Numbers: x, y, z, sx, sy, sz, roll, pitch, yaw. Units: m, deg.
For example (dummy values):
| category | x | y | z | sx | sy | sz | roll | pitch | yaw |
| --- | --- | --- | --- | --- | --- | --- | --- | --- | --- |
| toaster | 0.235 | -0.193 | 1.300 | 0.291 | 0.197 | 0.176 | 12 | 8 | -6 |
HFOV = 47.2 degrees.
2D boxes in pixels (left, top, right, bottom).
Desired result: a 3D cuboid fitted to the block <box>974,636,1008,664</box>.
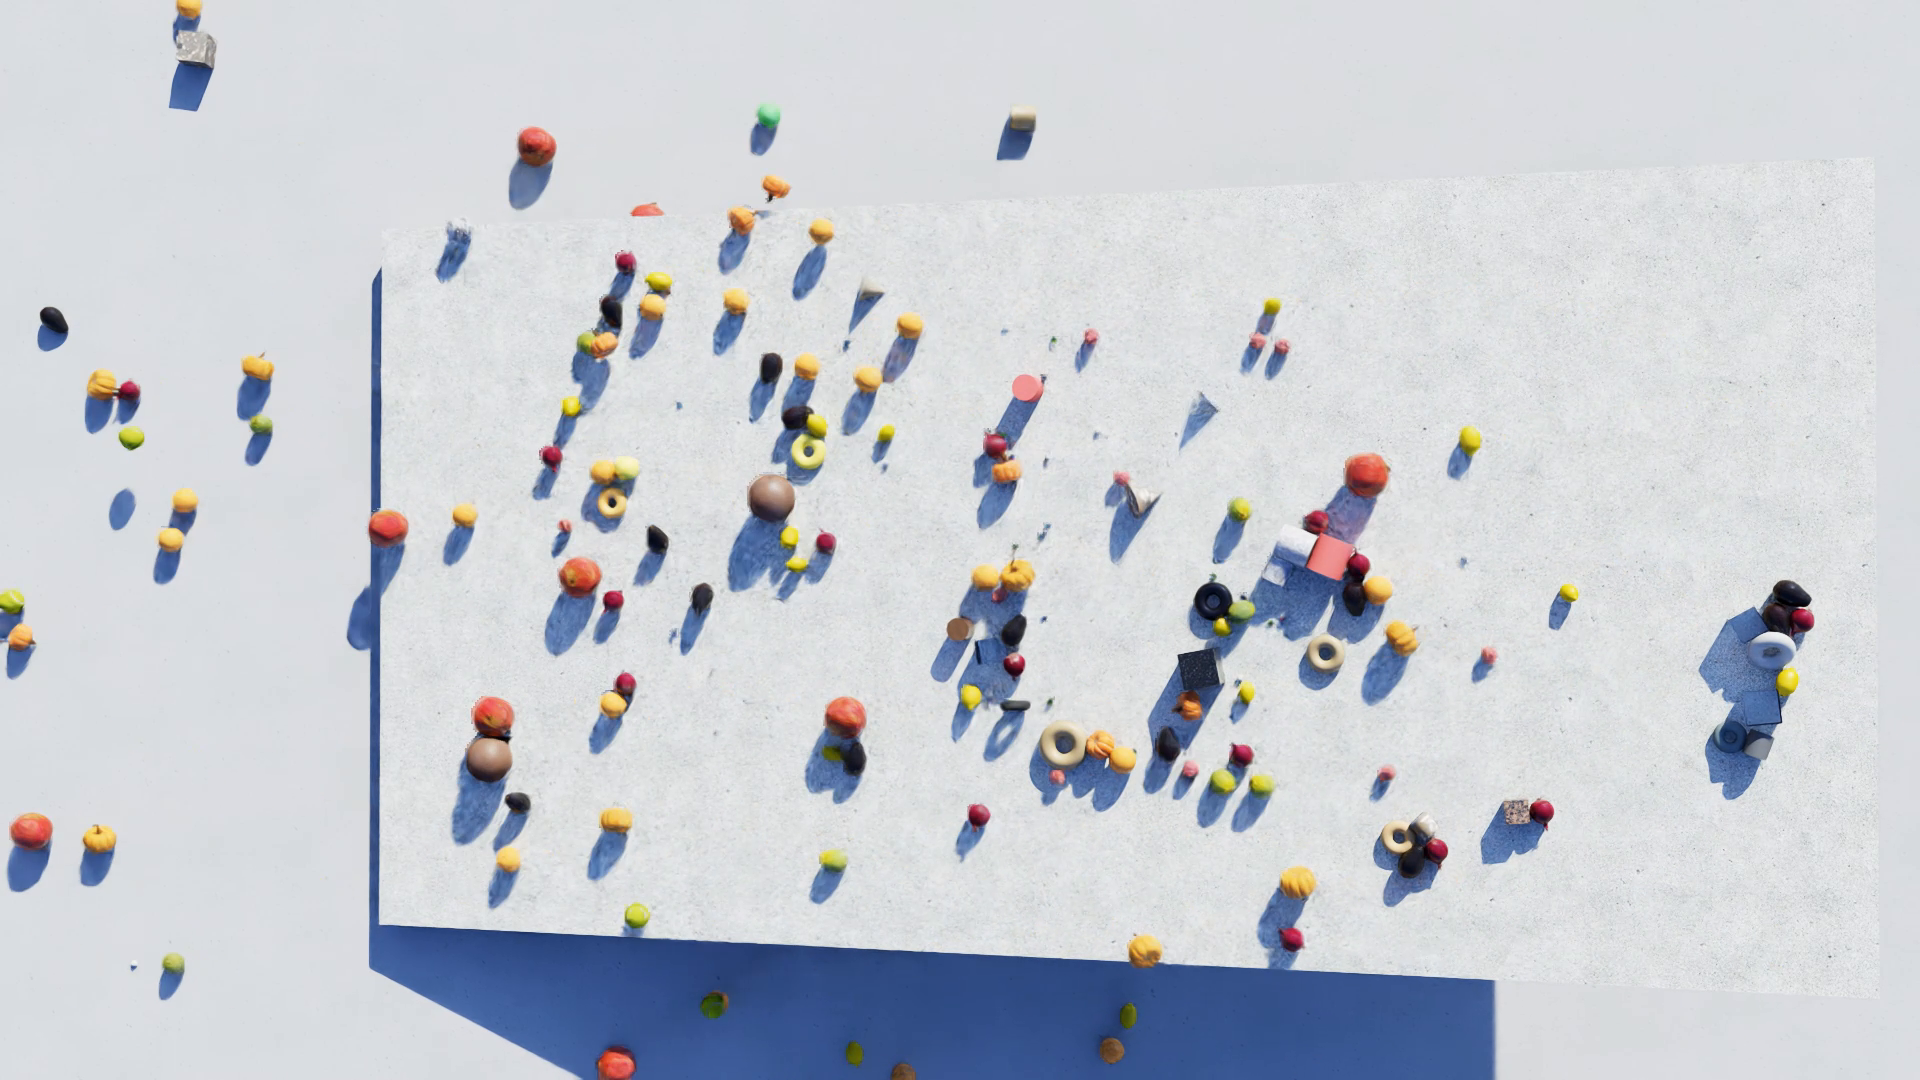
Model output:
| category | x | y | z | sx | sy | sz | roll | pitch | yaw |
| --- | --- | --- | --- | --- | --- | --- | --- | --- | --- |
| block | 0.081 | 0.291 | 5.788 | 0.064 | 0.064 | 0.064 | -11 | 86 | 16 |

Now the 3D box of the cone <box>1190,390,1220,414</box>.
| category | x | y | z | sx | sy | sz | roll | pitch | yaw |
| --- | --- | --- | --- | --- | --- | --- | --- | --- | --- |
| cone | 0.637 | -0.342 | 5.656 | 0.066 | 0.066 | 0.066 | 19 | 89 | -11 |

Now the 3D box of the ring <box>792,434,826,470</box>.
| category | x | y | z | sx | sy | sz | roll | pitch | yaw |
| --- | --- | --- | --- | --- | --- | --- | --- | --- | --- |
| ring | -0.410 | -0.239 | 5.954 | 0.098 | 0.033 | 0.098 | 0 | 90 | 15 |

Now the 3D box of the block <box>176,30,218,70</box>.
| category | x | y | z | sx | sy | sz | roll | pitch | yaw |
| --- | --- | --- | --- | --- | --- | --- | --- | --- | --- |
| block | -2.223 | -1.427 | 6.403 | 0.084 | 0.084 | 0.084 | 7 | 89 | 0 |

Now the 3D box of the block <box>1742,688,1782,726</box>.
| category | x | y | z | sx | sy | sz | roll | pitch | yaw |
| --- | --- | --- | --- | --- | --- | --- | --- | --- | --- |
| block | 1.915 | 0.400 | 5.252 | 0.078 | 0.078 | 0.078 | -7 | 87 | 16 |

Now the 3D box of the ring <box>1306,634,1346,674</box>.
| category | x | y | z | sx | sy | sz | roll | pitch | yaw |
| --- | --- | --- | --- | --- | --- | --- | --- | --- | --- |
| ring | 0.925 | 0.289 | 5.562 | 0.099 | 0.033 | 0.099 | 1 | 93 | 18 |

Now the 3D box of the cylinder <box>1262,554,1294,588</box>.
| category | x | y | z | sx | sy | sz | roll | pitch | yaw |
| --- | --- | --- | --- | --- | --- | --- | --- | --- | --- |
| cylinder | 0.808 | 0.077 | 5.583 | 0.062 | 0.062 | 0.062 | 26 | 102 | 0 |

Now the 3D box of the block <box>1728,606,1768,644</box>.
| category | x | y | z | sx | sy | sz | roll | pitch | yaw |
| --- | --- | --- | --- | --- | --- | --- | --- | --- | --- |
| block | 1.889 | 0.203 | 5.269 | 0.067 | 0.067 | 0.067 | -31 | 81 | 13 |

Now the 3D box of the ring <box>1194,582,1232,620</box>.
| category | x | y | z | sx | sy | sz | roll | pitch | yaw |
| --- | --- | --- | --- | --- | --- | --- | --- | --- | --- |
| ring | 0.650 | 0.157 | 5.643 | 0.101 | 0.034 | 0.101 | 0 | 89 | 17 |

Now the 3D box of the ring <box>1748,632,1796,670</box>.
| category | x | y | z | sx | sy | sz | roll | pitch | yaw |
| --- | --- | --- | --- | --- | --- | --- | --- | --- | --- |
| ring | 1.937 | 0.264 | 5.247 | 0.109 | 0.036 | 0.109 | 7 | 131 | 9 |

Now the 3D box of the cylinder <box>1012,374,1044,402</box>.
| category | x | y | z | sx | sy | sz | roll | pitch | yaw |
| --- | --- | --- | --- | --- | --- | --- | --- | --- | --- |
| cylinder | 0.178 | -0.398 | 5.768 | 0.069 | 0.069 | 0.069 | 0 | 89 | 16 |

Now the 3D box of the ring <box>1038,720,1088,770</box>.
| category | x | y | z | sx | sy | sz | roll | pitch | yaw |
| --- | --- | --- | --- | --- | --- | --- | --- | --- | --- |
| ring | 0.271 | 0.536 | 5.741 | 0.134 | 0.045 | 0.134 | 0 | 90 | 15 |

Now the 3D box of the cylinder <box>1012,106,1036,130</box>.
| category | x | y | z | sx | sy | sz | roll | pitch | yaw |
| --- | --- | --- | --- | --- | --- | --- | --- | --- | --- |
| cylinder | 0.185 | -1.229 | 6.407 | 0.072 | 0.072 | 0.072 | 0 | 89 | 0 |

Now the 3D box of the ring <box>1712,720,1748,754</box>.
| category | x | y | z | sx | sy | sz | roll | pitch | yaw |
| --- | --- | --- | --- | --- | --- | --- | --- | --- | --- |
| ring | 1.855 | 0.474 | 5.296 | 0.080 | 0.027 | 0.080 | 0 | 90 | 17 |

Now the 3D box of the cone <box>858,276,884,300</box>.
| category | x | y | z | sx | sy | sz | roll | pitch | yaw |
| --- | --- | --- | --- | --- | --- | --- | --- | --- | --- |
| cone | -0.231 | -0.671 | 5.909 | 0.069 | 0.069 | 0.069 | 8 | 89 | -11 |

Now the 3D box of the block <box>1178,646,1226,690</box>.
| category | x | y | z | sx | sy | sz | roll | pitch | yaw |
| --- | --- | --- | --- | --- | --- | --- | --- | --- | --- |
| block | 0.617 | 0.328 | 5.618 | 0.093 | 0.093 | 0.093 | -12 | 86 | 16 |

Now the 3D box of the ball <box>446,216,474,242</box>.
| category | x | y | z | sx | sy | sz | roll | pitch | yaw |
| --- | --- | --- | --- | --- | --- | --- | --- | --- | --- |
| ball | -1.418 | -0.882 | 6.230 | 0.076 | 0.076 | 0.076 | 0 | 89 | 0 |

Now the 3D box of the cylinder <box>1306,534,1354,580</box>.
| category | x | y | z | sx | sy | sz | roll | pitch | yaw |
| --- | --- | --- | --- | --- | --- | --- | --- | --- | --- |
| cylinder | 0.932 | 0.043 | 5.533 | 0.093 | 0.093 | 0.093 | 22 | 95 | 0 |

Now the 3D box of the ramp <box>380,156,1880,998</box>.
| category | x | y | z | sx | sy | sz | roll | pitch | yaw |
| --- | --- | --- | --- | --- | --- | --- | --- | --- | --- |
| ramp | 0.269 | 0.096 | 5.822 | 4.000 | 0.100 | 2.000 | 0 | 89 | 16 |

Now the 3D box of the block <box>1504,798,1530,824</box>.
| category | x | y | z | sx | sy | sz | roll | pitch | yaw |
| --- | --- | --- | --- | --- | --- | --- | --- | --- | --- |
| block | 1.372 | 0.667 | 5.415 | 0.058 | 0.058 | 0.058 | -6 | 88 | 16 |

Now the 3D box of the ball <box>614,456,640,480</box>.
| category | x | y | z | sx | sy | sz | roll | pitch | yaw |
| --- | --- | --- | --- | --- | --- | --- | --- | --- | --- |
| ball | -0.921 | -0.197 | 6.082 | 0.067 | 0.067 | 0.067 | 0 | 89 | 0 |

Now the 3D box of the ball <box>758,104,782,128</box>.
| category | x | y | z | sx | sy | sz | roll | pitch | yaw |
| --- | --- | --- | --- | --- | --- | --- | --- | --- | --- |
| ball | -0.555 | -1.237 | 6.407 | 0.070 | 0.070 | 0.070 | 0 | 89 | 0 |

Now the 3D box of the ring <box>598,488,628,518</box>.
| category | x | y | z | sx | sy | sz | roll | pitch | yaw |
| --- | --- | --- | --- | --- | --- | --- | --- | --- | --- |
| ring | -0.967 | -0.102 | 6.113 | 0.088 | 0.029 | 0.088 | 0 | 90 | 17 |

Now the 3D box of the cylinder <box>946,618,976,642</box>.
| category | x | y | z | sx | sy | sz | roll | pitch | yaw |
| --- | --- | --- | --- | --- | --- | --- | --- | --- | --- |
| cylinder | 0.003 | 0.235 | 5.813 | 0.062 | 0.062 | 0.062 | 0 | 89 | 16 |

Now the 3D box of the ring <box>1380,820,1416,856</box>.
| category | x | y | z | sx | sy | sz | roll | pitch | yaw |
| --- | --- | --- | --- | --- | --- | --- | --- | --- | --- |
| ring | 1.099 | 0.746 | 5.507 | 0.089 | 0.030 | 0.089 | 0 | 91 | 16 |

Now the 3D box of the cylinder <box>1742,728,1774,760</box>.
| category | x | y | z | sx | sy | sz | roll | pitch | yaw |
| --- | --- | --- | --- | --- | --- | --- | --- | --- | --- |
| cylinder | 1.910 | 0.490 | 5.262 | 0.059 | 0.059 | 0.059 | 19 | 95 | 0 |
